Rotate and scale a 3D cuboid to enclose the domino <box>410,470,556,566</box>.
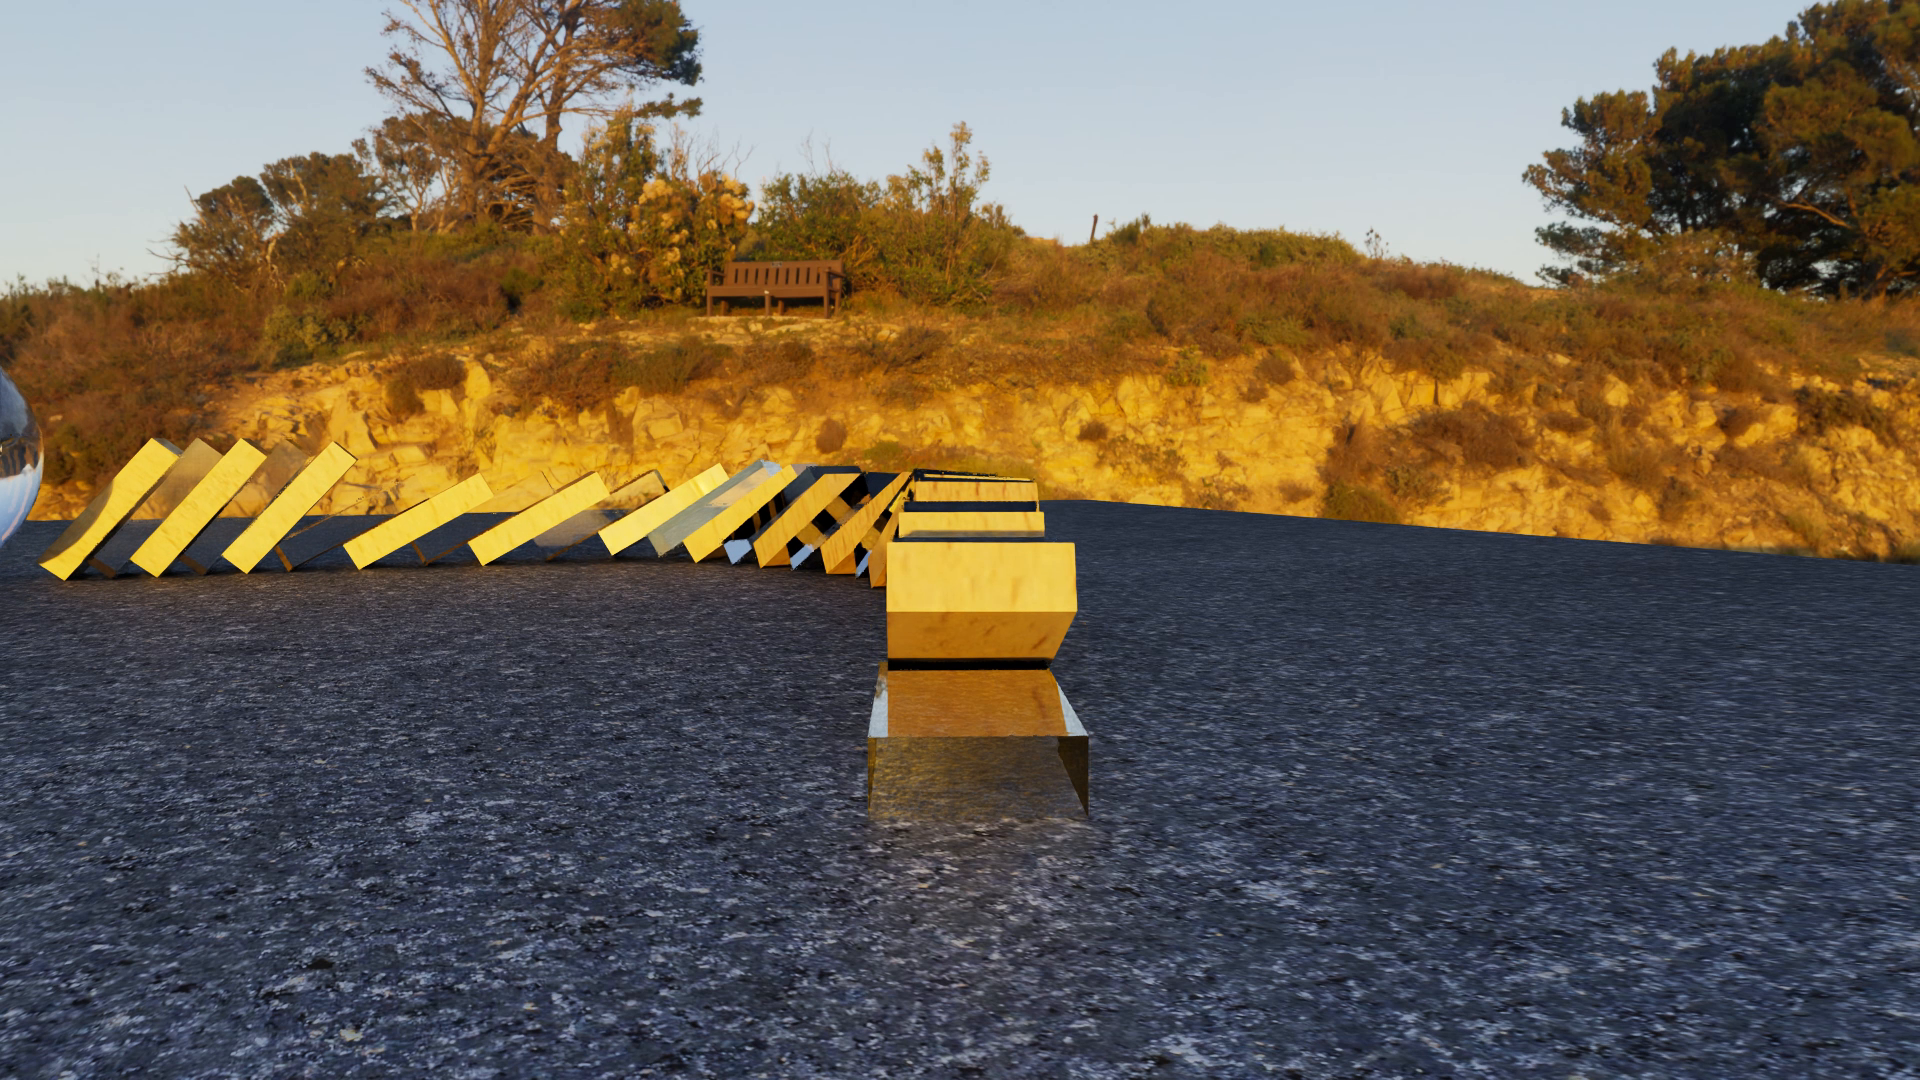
[{"bbox_3d":[-0.170,-0.009,0.459,0.050,0.009,0.025,-31,14,-15],"label":"domino"}]

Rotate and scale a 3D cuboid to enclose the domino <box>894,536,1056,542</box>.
[{"bbox_3d":[0.001,0.012,0.220,0.025,0.009,0.050,0,-19,-2],"label":"domino"}]

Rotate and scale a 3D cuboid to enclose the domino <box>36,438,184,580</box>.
[{"bbox_3d":[-0.272,-0.011,0.414,0.009,0.050,0.025,42,-12,-20],"label":"domino"}]

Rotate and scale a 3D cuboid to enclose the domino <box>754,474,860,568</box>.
[{"bbox_3d":[-0.046,-0.006,0.431,0.025,0.010,0.050,-4,-24,-40],"label":"domino"}]

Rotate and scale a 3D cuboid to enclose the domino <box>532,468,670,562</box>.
[{"bbox_3d":[-0.133,-0.010,0.473,0.050,0.009,0.025,-32,12,-16],"label":"domino"}]

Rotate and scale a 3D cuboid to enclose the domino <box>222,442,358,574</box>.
[{"bbox_3d":[-0.226,-0.012,0.436,0.010,0.050,0.025,44,-13,-20],"label":"domino"}]

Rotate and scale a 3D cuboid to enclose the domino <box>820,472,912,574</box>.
[{"bbox_3d":[-0.020,-0.004,0.398,0.025,0.009,0.050,1,-27,-38],"label":"domino"}]

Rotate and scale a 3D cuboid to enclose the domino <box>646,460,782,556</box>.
[{"bbox_3d":[-0.088,-0.011,0.472,0.050,0.010,0.025,-33,-4,6],"label":"domino"}]

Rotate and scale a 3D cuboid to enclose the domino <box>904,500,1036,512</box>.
[{"bbox_3d":[0.001,0.007,0.263,0.025,0.010,0.050,0,-24,-3],"label":"domino"}]

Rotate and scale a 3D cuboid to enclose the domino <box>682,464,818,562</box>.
[{"bbox_3d":[-0.074,-0.010,0.465,0.050,0.010,0.025,-34,-5,15],"label":"domino"}]

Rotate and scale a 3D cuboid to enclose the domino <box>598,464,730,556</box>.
[{"bbox_3d":[-0.109,-0.011,0.479,0.050,0.009,0.025,-31,5,-11],"label":"domino"}]

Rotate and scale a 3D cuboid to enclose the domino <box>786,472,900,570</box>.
[{"bbox_3d":[-0.032,-0.005,0.414,0.025,0.010,0.050,0,-26,-39],"label":"domino"}]

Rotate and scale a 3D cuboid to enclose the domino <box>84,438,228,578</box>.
[{"bbox_3d":[-0.260,-0.011,0.418,0.010,0.050,0.025,42,-13,-20],"label":"domino"}]

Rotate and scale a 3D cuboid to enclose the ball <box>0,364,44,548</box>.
[{"bbox_3d":[-0.305,-0.024,0.359,0.080,0.080,0.080,0,4,0],"label":"ball"}]

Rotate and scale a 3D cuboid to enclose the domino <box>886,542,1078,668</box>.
[{"bbox_3d":[0.002,0.013,0.193,0.025,0.010,0.050,0,-19,-3],"label":"domino"}]

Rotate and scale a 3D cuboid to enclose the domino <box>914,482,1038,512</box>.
[{"bbox_3d":[0.001,0.004,0.282,0.025,0.010,0.050,0,-28,-6],"label":"domino"}]

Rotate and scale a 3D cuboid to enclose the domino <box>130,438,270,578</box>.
[{"bbox_3d":[-0.249,-0.011,0.423,0.009,0.050,0.025,42,-12,-20],"label":"domino"}]

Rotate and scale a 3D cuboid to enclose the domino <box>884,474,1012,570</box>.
[{"bbox_3d":[-0.004,0.000,0.337,0.025,0.009,0.050,1,-28,-12],"label":"domino"}]

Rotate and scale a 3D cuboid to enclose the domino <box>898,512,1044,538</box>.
[{"bbox_3d":[0.001,0.009,0.243,0.025,0.009,0.050,0,-22,-2],"label":"domino"}]

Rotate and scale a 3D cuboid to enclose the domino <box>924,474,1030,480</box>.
[{"bbox_3d":[0.000,0.001,0.318,0.025,0.009,0.050,2,-28,-11],"label":"domino"}]

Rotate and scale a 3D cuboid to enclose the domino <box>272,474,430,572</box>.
[{"bbox_3d":[-0.210,-0.007,0.445,0.050,0.009,0.025,-31,15,-18],"label":"domino"}]

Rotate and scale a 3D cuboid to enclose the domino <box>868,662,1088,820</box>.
[{"bbox_3d":[0.001,0.025,0.170,0.025,0.010,0.050,0,4,-2],"label":"domino"}]

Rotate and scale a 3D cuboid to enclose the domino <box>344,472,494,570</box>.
[{"bbox_3d":[-0.190,-0.008,0.452,0.050,0.010,0.025,-31,14,-15],"label":"domino"}]

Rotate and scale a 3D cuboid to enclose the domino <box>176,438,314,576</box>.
[{"bbox_3d":[-0.238,-0.012,0.429,0.009,0.050,0.025,42,-12,-20],"label":"domino"}]

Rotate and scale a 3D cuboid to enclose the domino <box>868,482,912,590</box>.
[{"bbox_3d":[-0.008,-0.001,0.361,0.025,0.010,0.050,-1,-24,-19],"label":"domino"}]

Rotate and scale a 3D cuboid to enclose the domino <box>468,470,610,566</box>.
[{"bbox_3d":[-0.153,-0.009,0.466,0.050,0.009,0.025,-31,14,-15],"label":"domino"}]

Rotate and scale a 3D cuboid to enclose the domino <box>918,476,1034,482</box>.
[{"bbox_3d":[0.001,0.002,0.300,0.025,0.010,0.050,2,-28,-7],"label":"domino"}]

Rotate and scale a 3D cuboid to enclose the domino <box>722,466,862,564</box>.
[{"bbox_3d":[-0.058,-0.009,0.449,0.050,0.009,0.025,-36,-18,33],"label":"domino"}]

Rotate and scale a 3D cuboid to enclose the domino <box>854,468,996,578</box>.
[{"bbox_3d":[-0.010,-0.004,0.378,0.025,0.010,0.050,3,-28,-26],"label":"domino"}]
